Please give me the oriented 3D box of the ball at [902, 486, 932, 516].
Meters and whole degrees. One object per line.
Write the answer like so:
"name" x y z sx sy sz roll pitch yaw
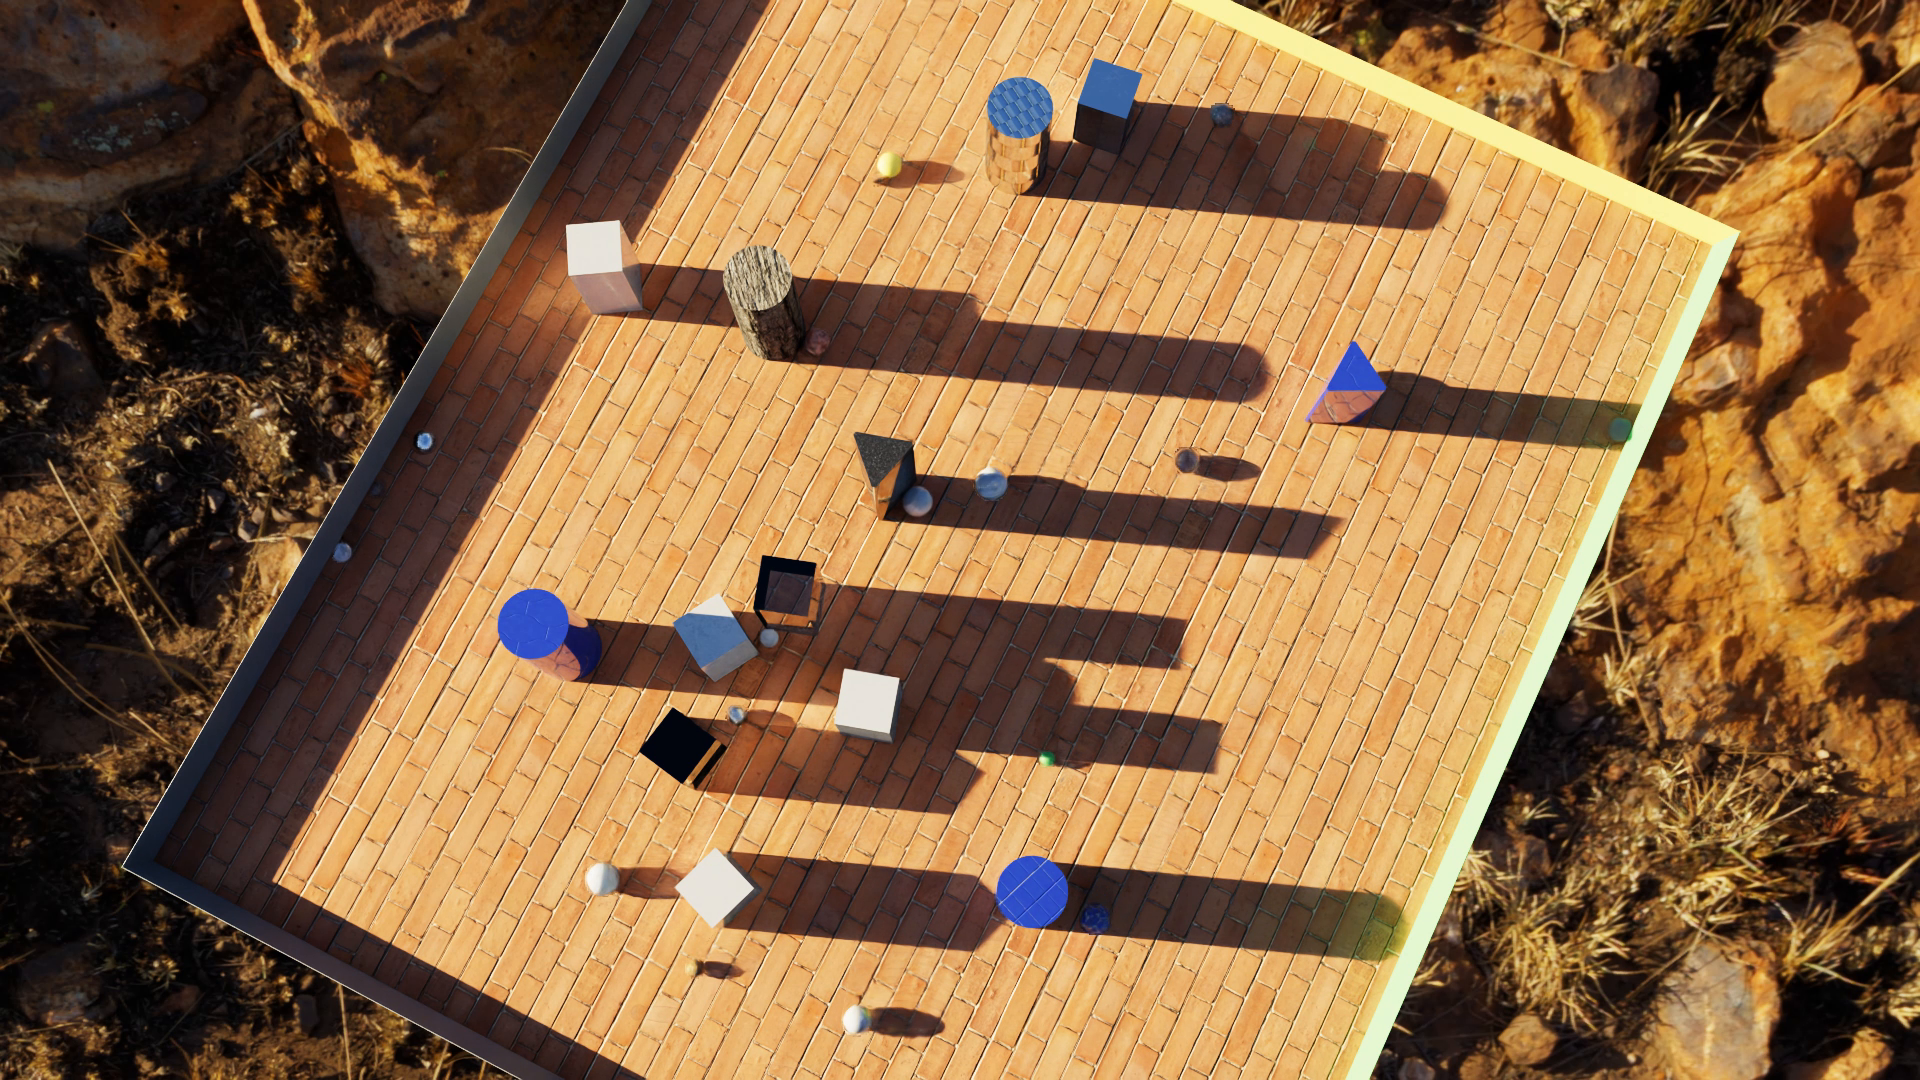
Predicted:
"ball" -0.130 -0.117 5.594 0.092 0.092 0.092 0 78 0

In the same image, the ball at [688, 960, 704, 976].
"ball" -0.771 1.247 5.335 0.047 0.047 0.047 0 78 0

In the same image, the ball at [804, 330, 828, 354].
"ball" -0.448 -0.615 5.705 0.077 0.077 0.077 0 78 0

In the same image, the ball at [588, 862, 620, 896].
"ball" -1.043 0.991 5.363 0.095 0.095 0.095 0 78 0

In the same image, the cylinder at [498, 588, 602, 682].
"cylinder" -1.183 0.281 5.312 0.198 0.482 0.198 0 78 0

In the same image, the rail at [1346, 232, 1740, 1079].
"rail" 1.527 0.755 5.394 0.045 0.129 3.903 26 80 5

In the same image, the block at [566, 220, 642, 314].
"block" -1.084 -0.829 5.606 0.158 0.357 0.158 -5 78 -1

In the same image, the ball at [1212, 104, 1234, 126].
"ball" 0.839 -1.358 5.863 0.069 0.069 0.069 0 78 0

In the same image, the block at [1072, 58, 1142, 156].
"block" 0.461 -1.359 5.758 0.158 0.274 0.158 19 79 4

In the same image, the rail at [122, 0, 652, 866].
"rail" -1.527 -0.741 5.703 0.045 0.129 3.903 26 80 5

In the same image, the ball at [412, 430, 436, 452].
"ball" -1.651 -0.302 5.645 0.068 0.068 0.068 0 78 0

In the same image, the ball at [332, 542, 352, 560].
"ball" -1.882 0.035 5.580 0.057 0.057 0.057 0 78 0

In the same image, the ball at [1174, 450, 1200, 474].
"ball" 0.698 -0.240 5.627 0.078 0.078 0.078 0 78 0

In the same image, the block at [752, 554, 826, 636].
"block" -0.498 0.168 5.394 0.158 0.368 0.158 8 78 2

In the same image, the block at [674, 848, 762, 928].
"block" -0.693 1.004 5.282 0.158 0.248 0.158 -44 82 -8

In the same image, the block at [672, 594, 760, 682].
"block" -0.717 0.291 5.401 0.158 0.305 0.158 -33 80 -6

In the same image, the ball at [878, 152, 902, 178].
"ball" -0.222 -1.193 5.824 0.078 0.078 0.078 0 78 0

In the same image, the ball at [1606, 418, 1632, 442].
"ball" 2.033 -0.341 5.649 0.075 0.075 0.075 0 78 0

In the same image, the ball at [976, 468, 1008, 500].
"ball" 0.096 -0.174 5.602 0.099 0.099 0.099 0 78 0

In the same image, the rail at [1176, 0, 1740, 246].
"rail" 0.862 -1.681 5.898 3.463 0.129 0.045 26 80 5

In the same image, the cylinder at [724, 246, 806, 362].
"cylinder" -0.583 -0.706 5.514 0.198 0.488 0.198 0 78 0

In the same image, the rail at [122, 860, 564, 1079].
"rail" -0.862 1.695 5.199 3.463 0.129 0.045 26 80 5

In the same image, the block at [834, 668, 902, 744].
"block" -0.264 0.489 5.350 0.158 0.323 0.158 10 78 2

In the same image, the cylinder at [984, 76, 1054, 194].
"cylinder" 0.179 -1.241 5.654 0.198 0.429 0.198 0 78 0

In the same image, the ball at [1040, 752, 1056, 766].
"ball" 0.261 0.651 5.459 0.044 0.044 0.044 0 78 0

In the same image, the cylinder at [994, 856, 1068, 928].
"cylinder" 0.200 1.007 5.234 0.198 0.341 0.198 0 78 0

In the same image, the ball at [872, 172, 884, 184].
"ball" -0.263 -1.151 5.834 0.041 0.041 0.041 0 78 0

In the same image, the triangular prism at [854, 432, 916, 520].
"triangular prism" -0.246 -0.215 5.436 0.149 0.440 0.172 40 81 8

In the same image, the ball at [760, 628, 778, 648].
"ball" -0.575 0.295 5.526 0.058 0.058 0.058 0 78 0

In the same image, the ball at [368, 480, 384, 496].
"ball" -1.791 -0.159 5.625 0.048 0.048 0.048 0 78 0

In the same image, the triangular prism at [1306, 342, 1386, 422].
"triangular prism" 1.157 -0.477 5.537 0.172 0.350 0.149 0 78 0

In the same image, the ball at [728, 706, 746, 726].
"ball" -0.665 0.526 5.479 0.056 0.056 0.056 0 78 0

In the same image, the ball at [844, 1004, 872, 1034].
"ball" -0.295 1.383 5.287 0.084 0.084 0.084 0 78 0

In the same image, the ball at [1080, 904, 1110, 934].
"ball" 0.395 1.103 5.344 0.086 0.086 0.086 0 78 0

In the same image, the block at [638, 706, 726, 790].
"block" -0.806 0.613 5.358 0.158 0.258 0.158 36 81 7
